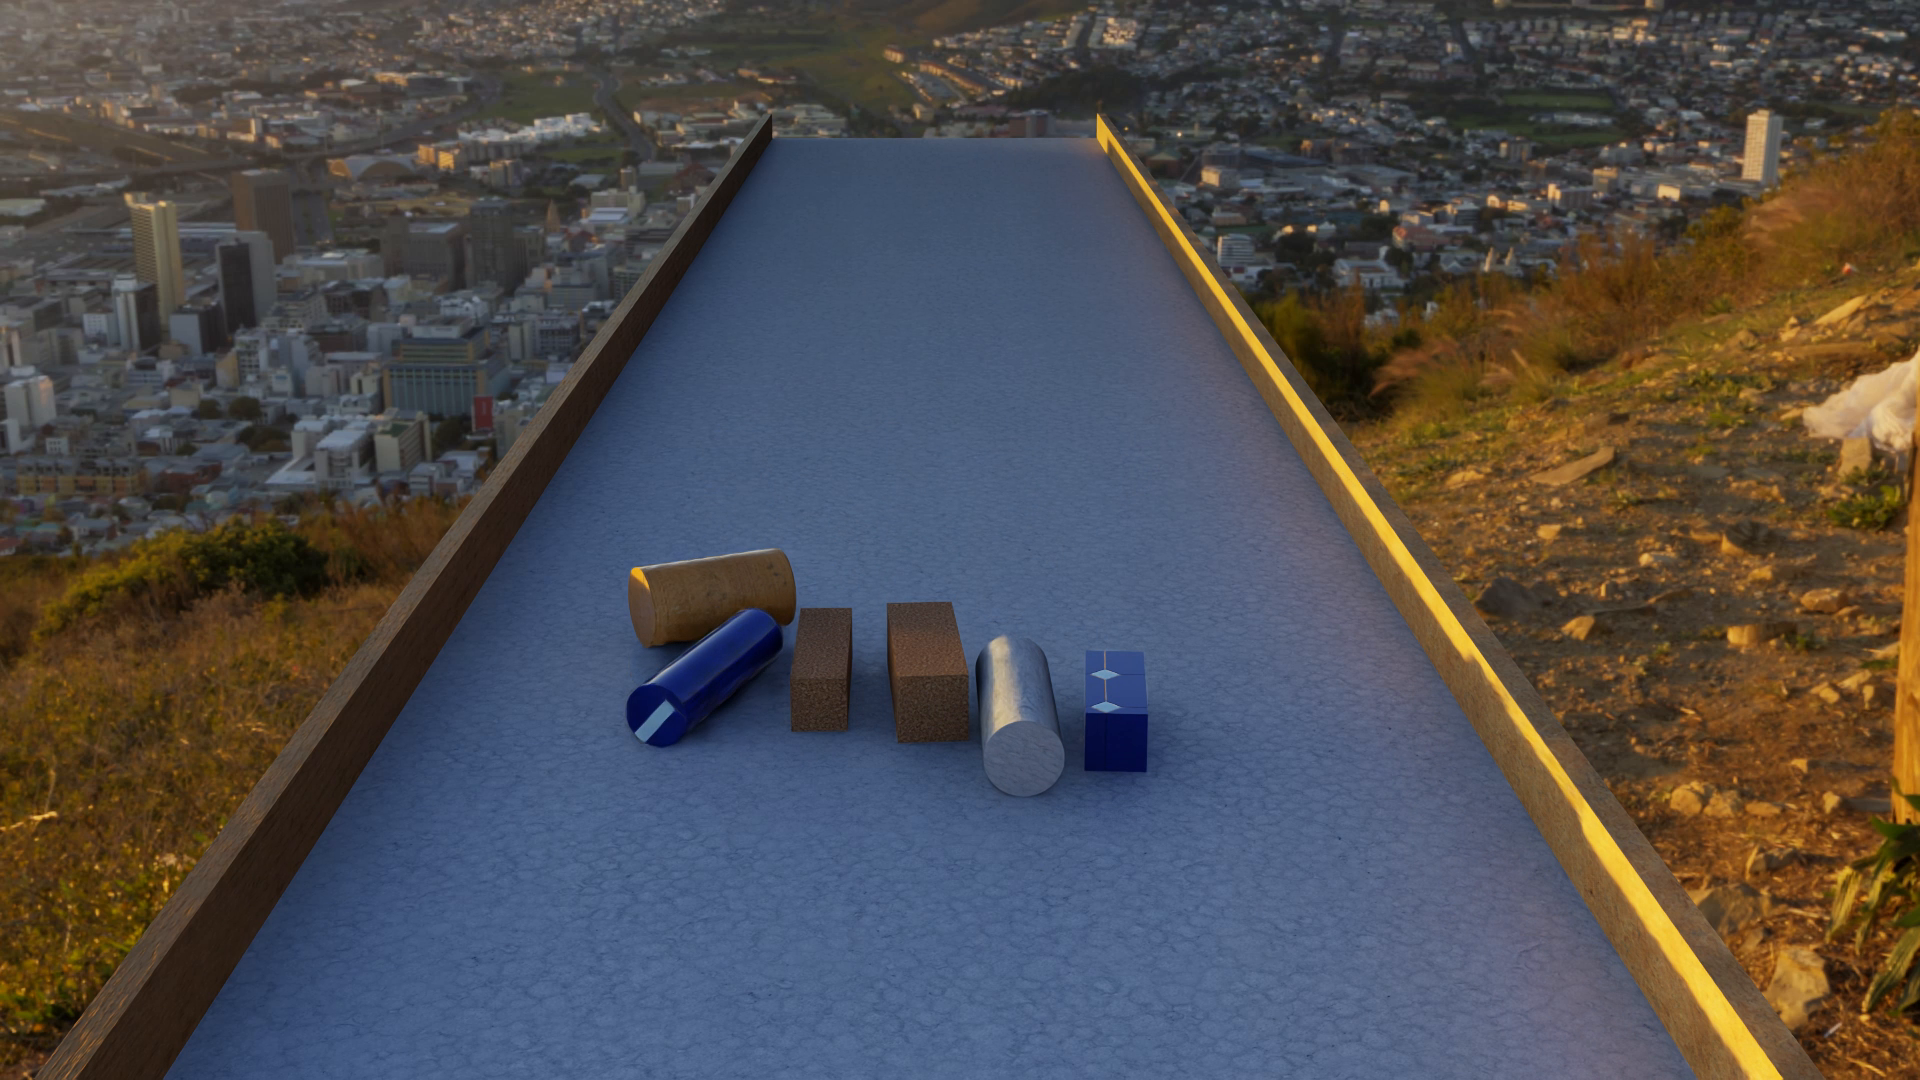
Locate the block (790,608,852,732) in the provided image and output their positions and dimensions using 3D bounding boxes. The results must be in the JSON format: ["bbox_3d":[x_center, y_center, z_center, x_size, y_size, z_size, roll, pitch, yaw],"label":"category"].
[{"bbox_3d":[-0.263,0.244,4.227,0.103,0.103,0.412,0,17,-1],"label":"block"}]

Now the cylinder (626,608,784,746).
[{"bbox_3d":[-0.477,0.253,4.165,0.120,0.120,0.460,5,17,17],"label":"cylinder"}]

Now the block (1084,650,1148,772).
[{"bbox_3d":[0.282,0.308,4.001,0.109,0.109,0.327,1,17,3],"label":"block"}]

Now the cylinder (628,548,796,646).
[{"bbox_3d":[-0.512,0.117,4.543,0.307,0.165,0.165,-8,18,-25],"label":"cylinder"}]

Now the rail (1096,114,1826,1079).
[{"bbox_3d":[0.932,-0.844,7.801,0.050,0.150,12.000,0,17,-1],"label":"rail"}]

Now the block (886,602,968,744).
[{"bbox_3d":[-0.064,0.245,4.177,0.129,0.129,0.423,-1,17,-4],"label":"block"}]

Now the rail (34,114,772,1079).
[{"bbox_3d":[-1.118,-0.838,7.780,0.050,0.150,12.000,0,17,-1],"label":"rail"}]

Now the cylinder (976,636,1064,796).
[{"bbox_3d":[0.103,0.308,3.947,0.139,0.139,0.444,0,17,-1],"label":"cylinder"}]
